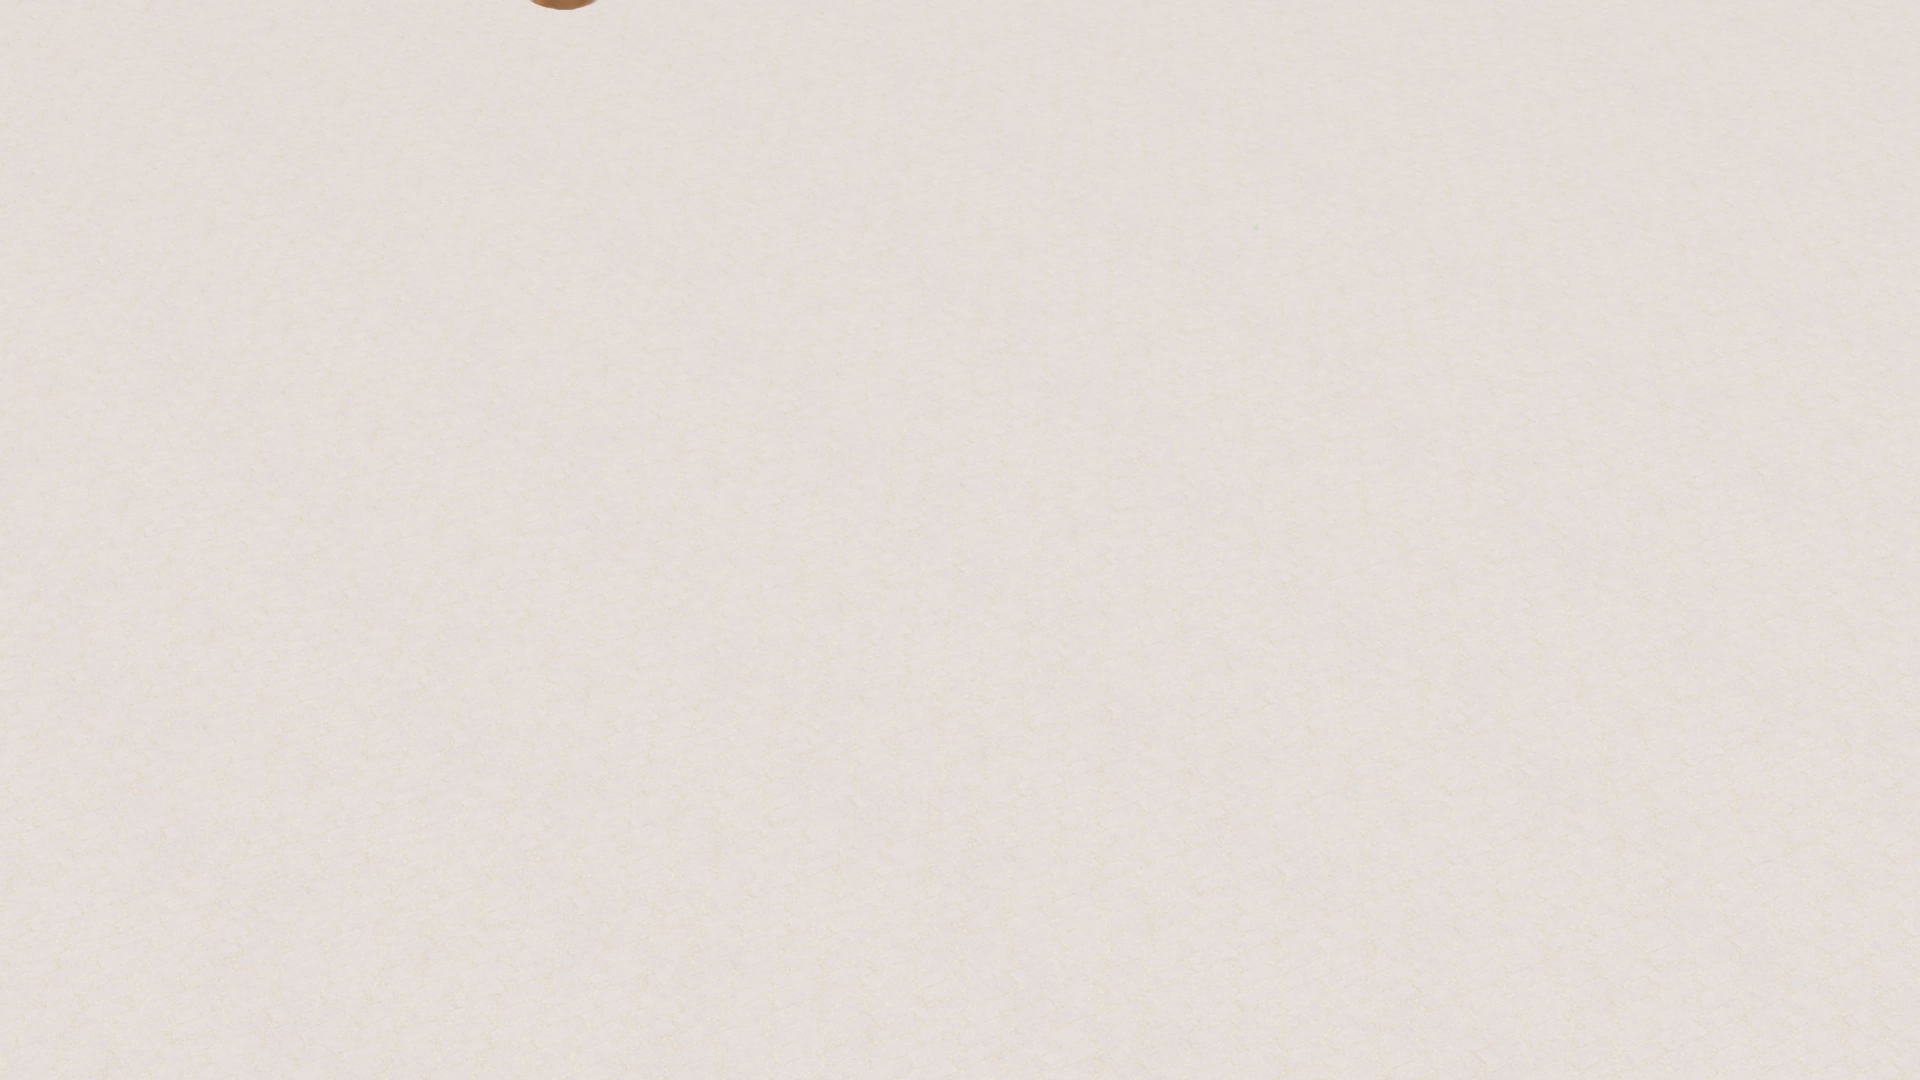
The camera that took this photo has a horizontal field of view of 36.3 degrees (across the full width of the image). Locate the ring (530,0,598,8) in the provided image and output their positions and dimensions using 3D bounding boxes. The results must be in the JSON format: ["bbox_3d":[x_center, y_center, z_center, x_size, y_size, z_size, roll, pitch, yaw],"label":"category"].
[{"bbox_3d":[-1.306,-1.878,9.391,0.441,0.373,0.105,13,35,11],"label":"ring"}]
